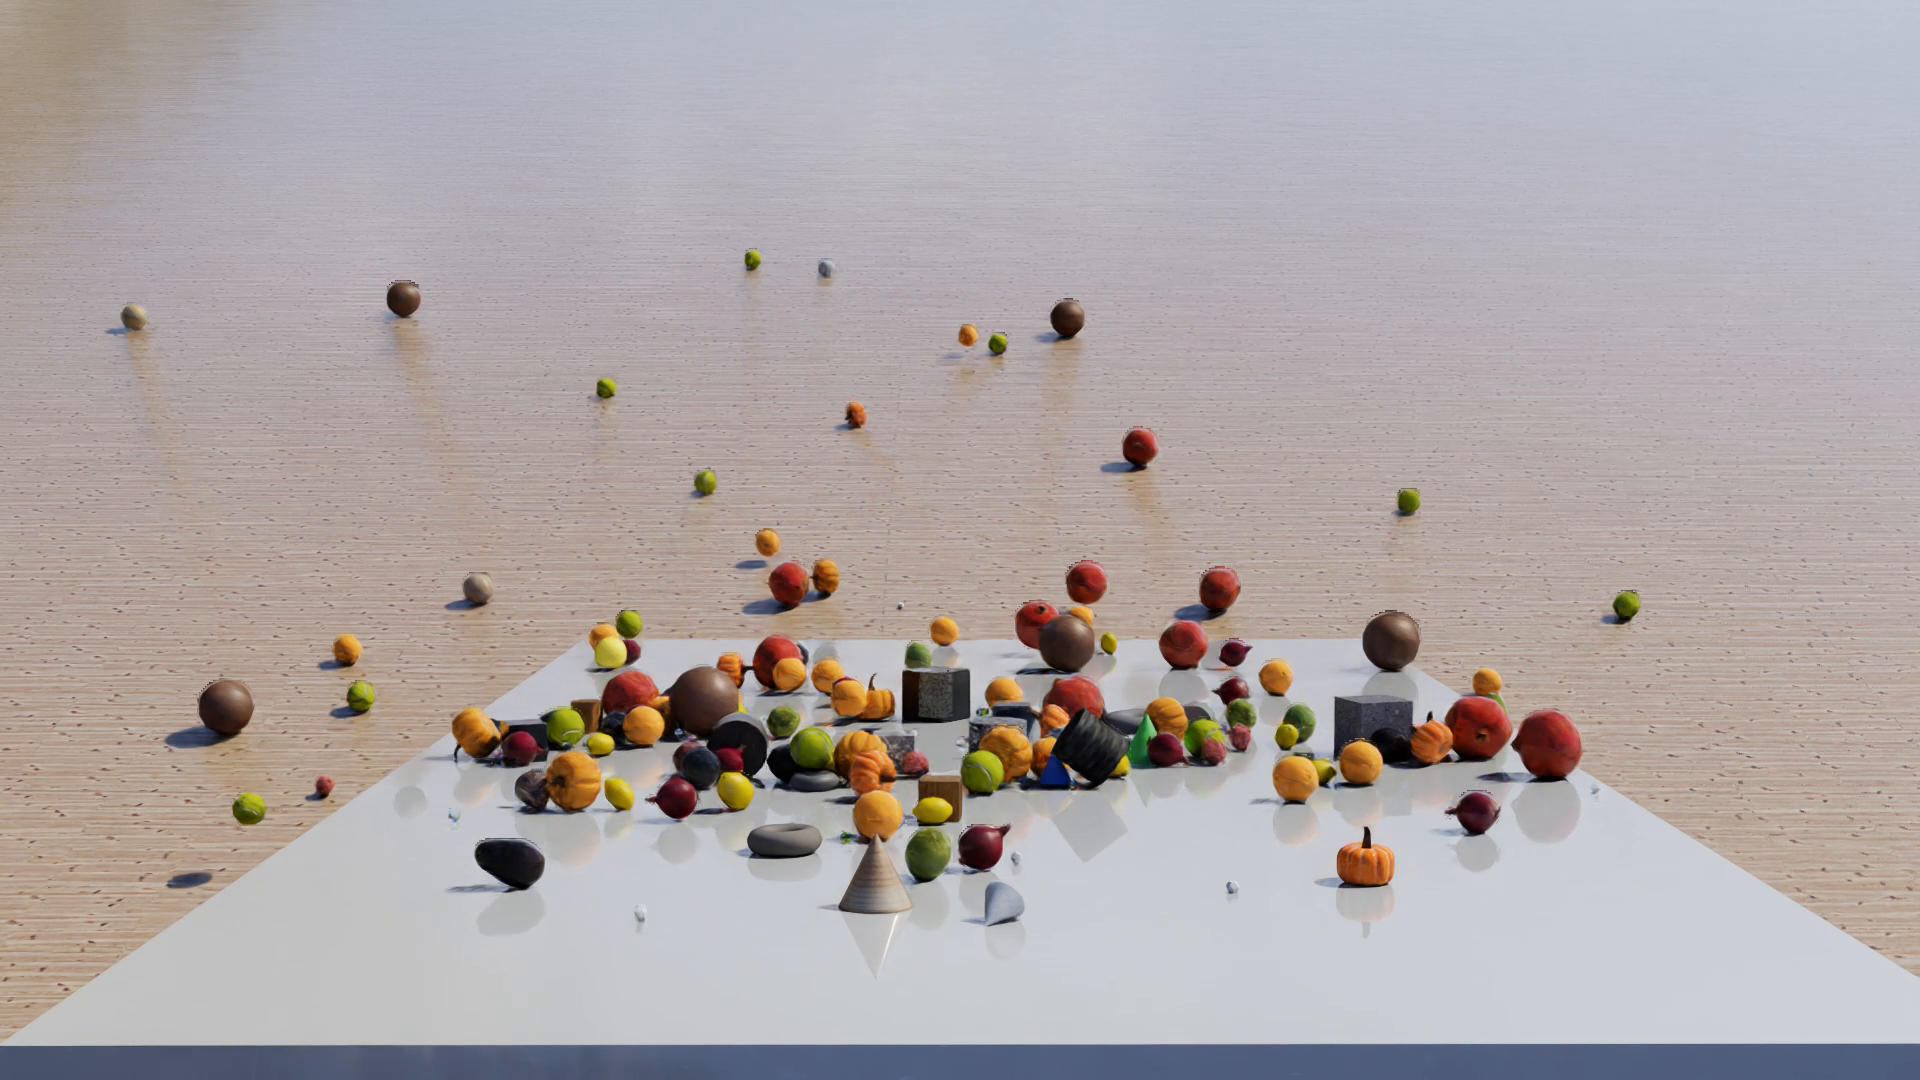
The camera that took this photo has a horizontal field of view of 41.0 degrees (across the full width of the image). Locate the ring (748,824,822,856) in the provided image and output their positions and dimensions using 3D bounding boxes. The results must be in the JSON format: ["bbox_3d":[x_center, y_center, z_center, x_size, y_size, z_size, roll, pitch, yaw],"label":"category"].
[{"bbox_3d":[-0.244,0.417,3.571,0.104,0.035,0.104,-1,3,0],"label":"ring"}]

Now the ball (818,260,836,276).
[{"bbox_3d":[-0.538,-1.100,10.397,0.068,0.068,0.068,0,20,0],"label":"ball"}]

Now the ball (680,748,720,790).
[{"bbox_3d":[-0.418,0.367,4.128,0.066,0.066,0.066,0,20,0],"label":"ball"}]

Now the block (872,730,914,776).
[{"bbox_3d":[-0.112,0.357,4.305,0.065,0.065,0.065,0,4,-7],"label":"block"}]

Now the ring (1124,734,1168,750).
[{"bbox_3d":[0.320,0.362,4.508,0.092,0.031,0.092,0,5,0],"label":"ring"}]

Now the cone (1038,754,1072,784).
[{"bbox_3d":[0.155,0.367,4.178,0.057,0.057,0.057,0,0,0],"label":"cone"}]

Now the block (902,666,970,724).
[{"bbox_3d":[-0.046,0.300,4.986,0.096,0.096,0.096,2,4,33],"label":"block"}]

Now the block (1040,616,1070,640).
[{"bbox_3d":[0.249,0.243,6.735,0.066,0.066,0.066,-2,20,-6],"label":"block"}]

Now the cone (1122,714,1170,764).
[{"bbox_3d":[0.321,0.339,4.425,0.085,0.085,0.085,0,4,0],"label":"cone"}]

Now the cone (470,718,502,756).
[{"bbox_3d":[-0.830,0.361,4.524,0.067,0.067,0.067,-4,31,-10],"label":"cone"}]

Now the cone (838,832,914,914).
[{"bbox_3d":[-0.105,0.410,3.199,0.095,0.095,0.095,0,4,0],"label":"cone"}]

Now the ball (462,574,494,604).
[{"bbox_3d":[-1.315,0.133,7.012,0.083,0.083,0.083,0,20,0],"label":"ball"}]

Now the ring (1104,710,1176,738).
[{"bbox_3d":[0.330,0.341,4.721,0.139,0.046,0.139,0,5,0],"label":"ring"}]

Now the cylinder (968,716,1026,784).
[{"bbox_3d":[0.062,0.346,4.233,0.096,0.096,0.096,0,4,0],"label":"cylinder"}]

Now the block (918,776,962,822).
[{"bbox_3d":[-0.029,0.387,3.845,0.061,0.061,0.061,0,4,5],"label":"block"}]

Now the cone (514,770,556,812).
[{"bbox_3d":[-0.646,0.397,3.940,0.065,0.065,0.065,-7,33,-19],"label":"cone"}]

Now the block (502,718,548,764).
[{"bbox_3d":[-0.755,0.348,4.447,0.066,0.066,0.066,-1,4,-21],"label":"block"}]

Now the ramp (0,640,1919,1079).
[{"bbox_3d":[0.047,0.425,4.533,2.000,0.100,4.000,0,4,0],"label":"ramp"}]

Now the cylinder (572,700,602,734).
[{"bbox_3d":[-0.699,0.330,4.808,0.058,0.058,0.058,0,4,0],"label":"cylinder"}]

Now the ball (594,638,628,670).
[{"bbox_3d":[-0.794,0.258,5.839,0.075,0.075,0.075,0,20,0],"label":"ball"}]

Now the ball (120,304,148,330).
[{"bbox_3d":[-3.100,-0.838,9.641,0.096,0.096,0.096,0,20,0],"label":"ball"}]

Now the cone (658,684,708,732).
[{"bbox_3d":[-0.520,0.336,4.835,0.094,0.094,0.094,-2,31,-7],"label":"cone"}]

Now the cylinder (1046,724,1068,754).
[{"bbox_3d":[0.181,0.351,4.498,0.052,0.052,0.052,5,5,15],"label":"cylinder"}]

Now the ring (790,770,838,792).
[{"bbox_3d":[-0.234,0.388,4.129,0.078,0.026,0.078,-1,4,0],"label":"ring"}]

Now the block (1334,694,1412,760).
[{"bbox_3d":[0.722,0.327,4.490,0.100,0.100,0.100,-1,4,-19],"label":"block"}]

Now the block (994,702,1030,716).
[{"bbox_3d":[0.095,0.332,4.695,0.066,0.066,0.066,0,4,3],"label":"block"}]

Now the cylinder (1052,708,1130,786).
[{"bbox_3d":[0.211,0.335,4.152,0.090,0.090,0.090,36,22,-4],"label":"cylinder"}]
